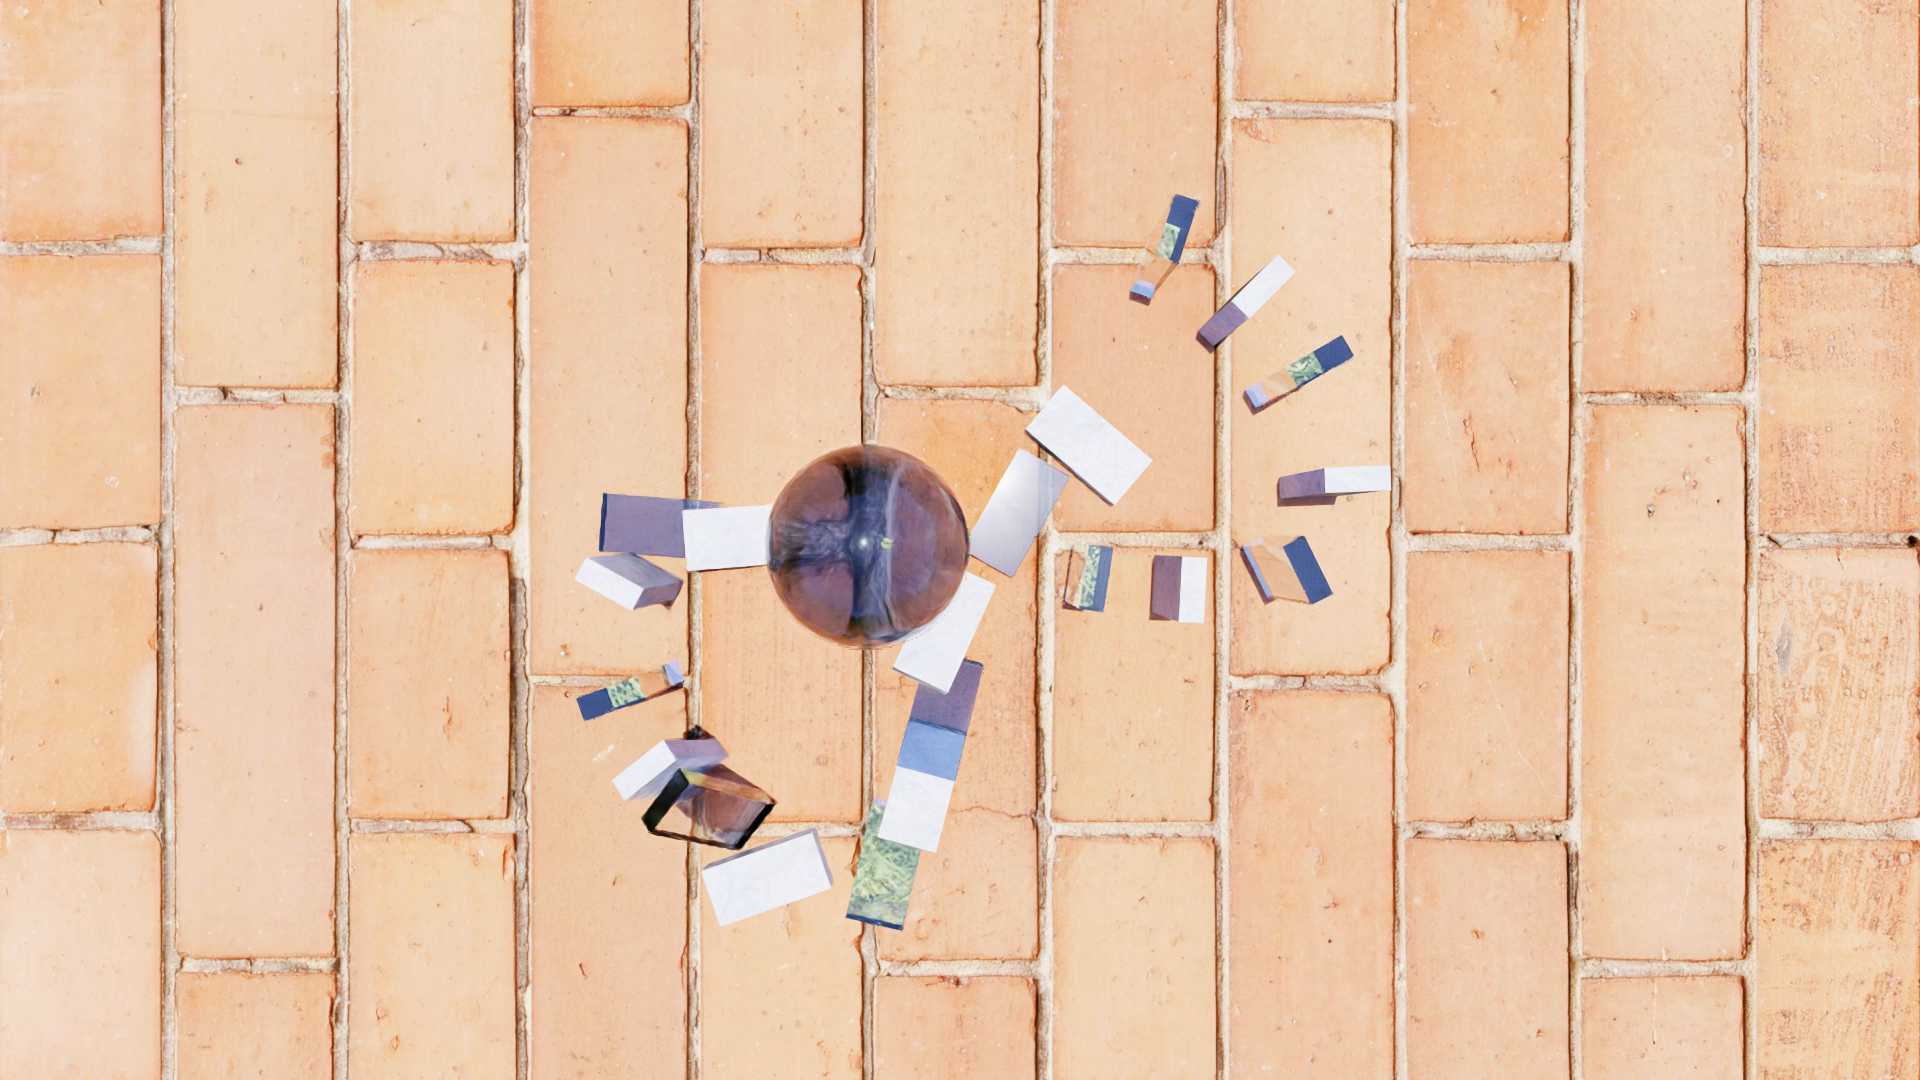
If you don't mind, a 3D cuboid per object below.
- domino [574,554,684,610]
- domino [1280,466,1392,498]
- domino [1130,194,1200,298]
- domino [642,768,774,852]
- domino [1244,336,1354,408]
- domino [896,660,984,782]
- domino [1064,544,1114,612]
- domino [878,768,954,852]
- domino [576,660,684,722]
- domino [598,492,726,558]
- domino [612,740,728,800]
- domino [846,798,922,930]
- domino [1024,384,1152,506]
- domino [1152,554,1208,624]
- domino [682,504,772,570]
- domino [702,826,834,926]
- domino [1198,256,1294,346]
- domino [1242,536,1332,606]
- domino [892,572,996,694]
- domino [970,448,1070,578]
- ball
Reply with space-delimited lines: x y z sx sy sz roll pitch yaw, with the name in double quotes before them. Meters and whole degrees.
"domino" -0.134 0.016 0.375 0.025 0.050 0.010 29 91 0
"domino" 0.152 -0.023 0.375 0.025 0.050 0.009 -2 90 0
"domino" 0.083 -0.119 0.375 0.010 0.050 0.025 18 90 0
"domino" -0.103 0.112 0.378 0.025 0.050 0.010 -52 50 0
"domino" 0.138 -0.068 0.375 0.025 0.050 0.009 -30 90 0
"domino" -0.008 0.074 0.388 0.025 0.009 0.050 15 71 0
"domino" 0.052 0.015 0.375 0.009 0.050 0.025 9 90 0
"domino" -0.016 0.104 0.389 0.025 0.010 0.050 15 75 0
"domino" -0.133 0.061 0.375 0.025 0.050 0.009 -20 90 0
"domino" -0.128 -0.006 0.395 0.050 0.009 0.025 4 90 0
"domino" -0.117 0.093 0.375 0.025 0.050 0.010 -38 75 0
"domino" -0.031 0.140 0.395 0.025 0.010 0.050 13 90 0
"domino" 0.055 -0.041 0.395 0.050 0.010 0.025 40 90 0
"domino" 0.089 0.019 0.375 0.009 0.050 0.025 3 90 0
"domino" -0.091 -0.002 0.389 0.050 0.010 0.025 -4 92 -14
"domino" -0.083 0.145 0.395 0.050 0.009 0.025 -19 90 0
"domino" 0.116 -0.097 0.375 0.010 0.050 0.025 45 90 0
"domino" 0.133 0.012 0.375 0.009 0.050 0.025 -26 90 0
"domino" -0.007 0.037 0.388 0.025 0.009 0.050 25 73 0
"domino" 0.024 -0.012 0.395 0.025 0.010 0.050 30 90 0
"ball" -0.036 0.002 0.360 0.080 0.080 0.080 0 90 0
